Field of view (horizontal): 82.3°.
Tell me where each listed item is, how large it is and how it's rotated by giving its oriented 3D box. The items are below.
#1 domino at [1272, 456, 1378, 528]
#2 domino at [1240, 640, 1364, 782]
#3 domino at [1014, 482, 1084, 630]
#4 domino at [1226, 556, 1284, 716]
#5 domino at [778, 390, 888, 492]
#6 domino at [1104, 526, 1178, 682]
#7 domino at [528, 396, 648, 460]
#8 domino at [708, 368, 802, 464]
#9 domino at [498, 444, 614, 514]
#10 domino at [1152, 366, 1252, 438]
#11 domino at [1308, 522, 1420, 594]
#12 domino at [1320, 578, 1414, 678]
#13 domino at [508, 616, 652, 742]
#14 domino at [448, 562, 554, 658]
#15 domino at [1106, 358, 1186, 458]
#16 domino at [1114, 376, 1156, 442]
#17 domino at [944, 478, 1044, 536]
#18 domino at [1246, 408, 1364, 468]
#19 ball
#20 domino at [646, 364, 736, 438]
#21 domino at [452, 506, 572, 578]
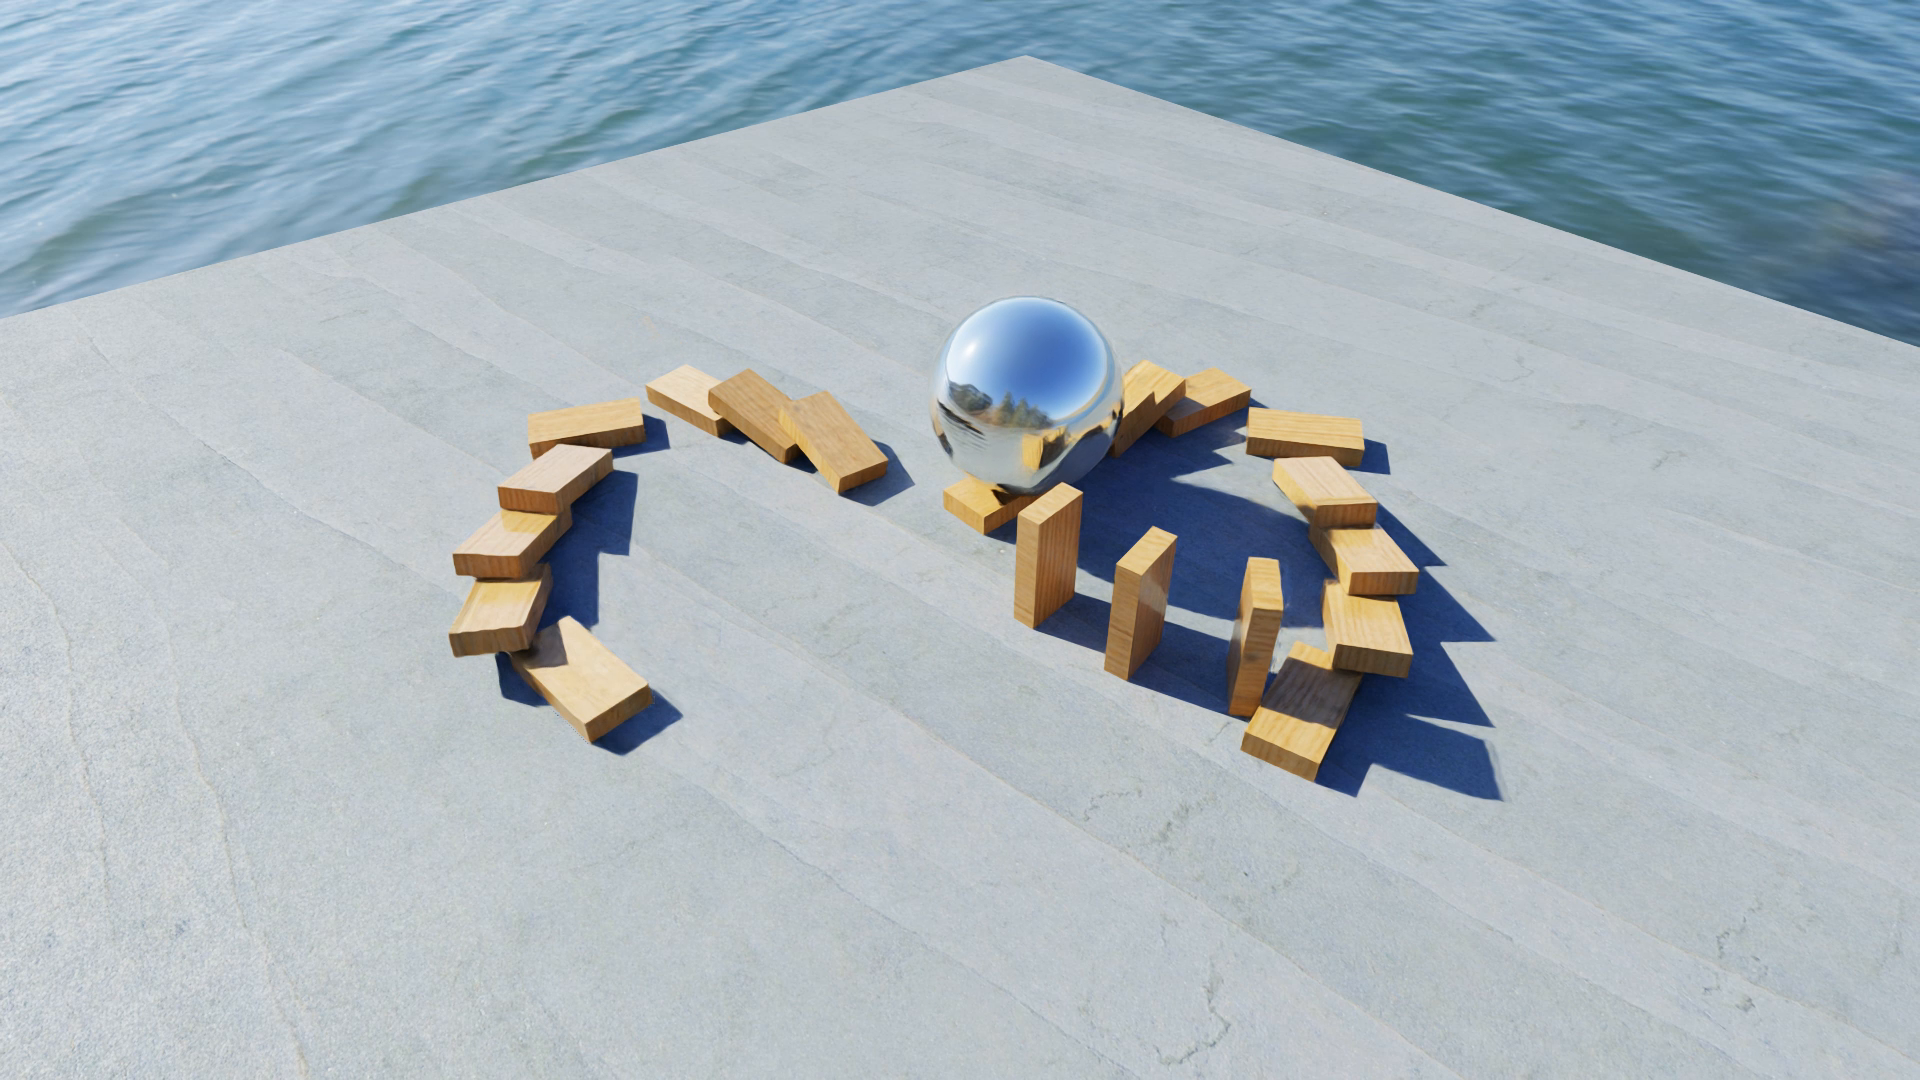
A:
[{"bbox_3d":[0.152,-0.021,0.460,0.025,0.009,0.050,-3,26,-3],"label":"domino"},{"bbox_3d":[0.117,0.057,0.374,0.025,0.009,0.050,22,44,25],"label":"domino"},{"bbox_3d":[0.032,0.006,0.404,0.010,0.050,0.025,30,48,31],"label":"domino"},{"bbox_3d":[0.099,0.033,0.371,0.009,0.050,0.025,5,40,7],"label":"domino"},{"bbox_3d":[-0.057,-0.044,0.488,0.025,0.009,0.050,-24,58,-30],"label":"domino"},{"bbox_3d":[0.063,0.023,0.384,0.009,0.050,0.025,25,46,27],"label":"domino"},{"bbox_3d":[-0.172,-0.052,0.506,0.050,0.010,0.025,-11,41,-14],"label":"domino"},{"bbox_3d":[-0.089,-0.057,0.504,0.050,0.009,0.025,37,51,19],"label":"domino"},{"bbox_3d":[-0.171,-0.027,0.467,0.025,0.009,0.050,7,26,8],"label":"domino"},{"bbox_3d":[0.111,-0.066,0.524,0.050,0.010,0.025,-23,45,-26],"label":"domino"},{"bbox_3d":[0.156,0.005,0.427,0.025,0.009,0.050,0,25,0],"label":"domino"},{"bbox_3d":[0.146,0.031,0.397,0.025,0.010,0.050,8,26,10],"label":"domino"},{"bbox_3d":[-0.133,0.048,0.385,0.050,0.010,0.025,31,48,32],"label":"domino"},{"bbox_3d":[-0.167,0.025,0.404,0.025,0.009,0.050,-6,26,-7],"label":"domino"},{"bbox_3d":[0.078,-0.061,0.507,0.050,0.009,0.025,-43,54,-19],"label":"domino"},{"bbox_3d":[0.062,-0.054,0.493,0.050,0.009,0.025,-42,53,-19],"label":"domino"},{"bbox_3d":[0.020,-0.022,0.470,0.050,0.009,0.025,-30,48,-31],"label":"domino"},{"bbox_3d":[0.156,-0.047,0.501,0.050,0.010,0.025,8,40,9],"label":"domino"},{"bbox_3d":[0.026,-0.058,0.444,0.080,0.080,0.080,0,39,0],"label":"ball"},{"bbox_3d":[-0.123,-0.067,0.525,0.050,0.009,0.025,27,46,29],"label":"domino"},{"bbox_3d":[-0.176,-0.001,0.435,0.025,0.010,0.050,3,25,3],"label":"domino"}]
